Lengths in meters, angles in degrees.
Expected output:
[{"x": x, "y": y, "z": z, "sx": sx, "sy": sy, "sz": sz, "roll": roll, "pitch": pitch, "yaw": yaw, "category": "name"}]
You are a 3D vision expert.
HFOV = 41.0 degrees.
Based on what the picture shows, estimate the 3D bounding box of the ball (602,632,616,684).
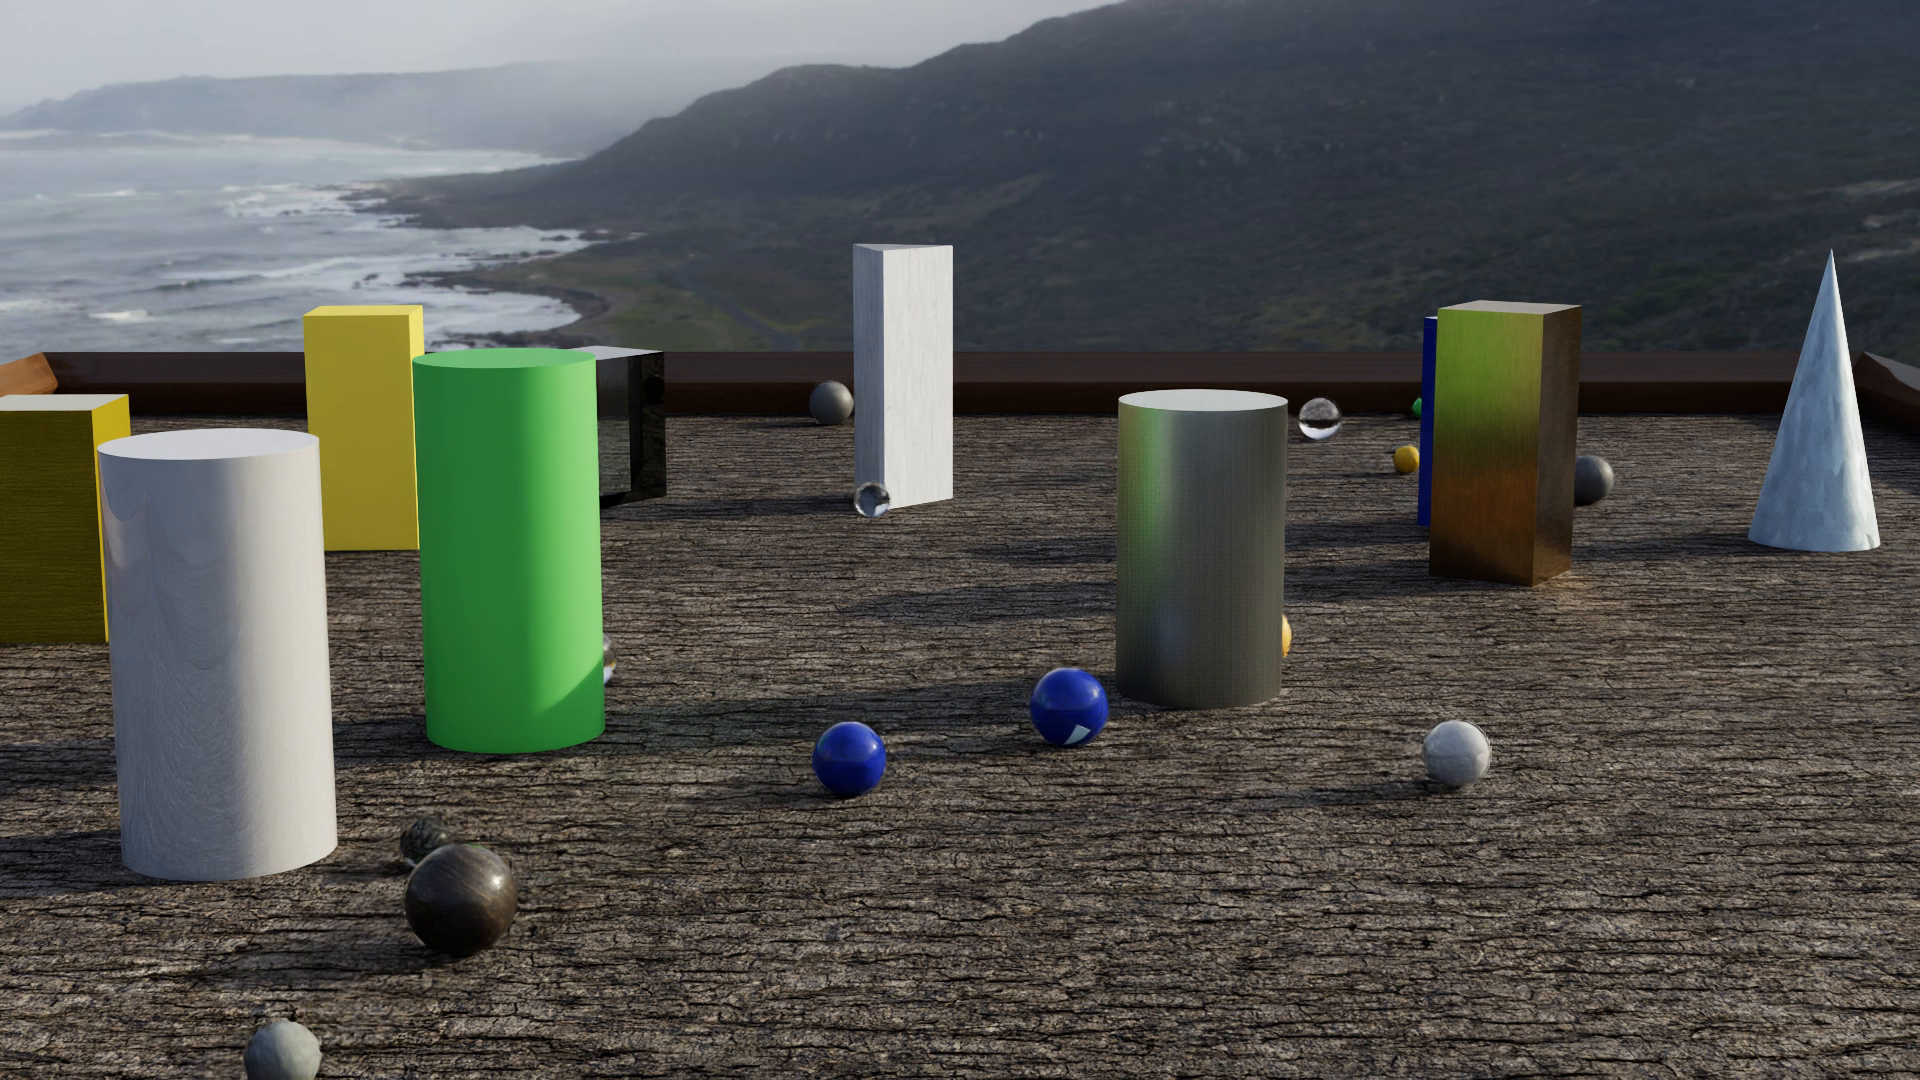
[{"x": -0.442, "y": 0.139, "z": 3.017, "sx": 0.077, "sy": 0.077, "sz": 0.077, "roll": 0, "pitch": 11, "yaw": 0, "category": "ball"}]

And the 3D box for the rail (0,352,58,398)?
[{"x": -1.901, "y": 0.035, "z": 3.438, "sx": 0.045, "sy": 0.127, "sz": 4.035, "roll": 0, "pitch": 11, "yaw": 0, "category": "rail"}]

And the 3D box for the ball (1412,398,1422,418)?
[{"x": 0.963, "y": -0.274, "z": 5.327, "sx": 0.047, "sy": 0.047, "sz": 0.047, "roll": 0, "pitch": 11, "yaw": 0, "category": "ball"}]

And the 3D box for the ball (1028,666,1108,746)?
[{"x": 0.117, "y": 0.180, "z": 2.774, "sx": 0.085, "sy": 0.085, "sz": 0.085, "roll": 0, "pitch": 11, "yaw": 0, "category": "ball"}]

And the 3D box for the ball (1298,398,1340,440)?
[{"x": 0.705, "y": -0.238, "z": 5.035, "sx": 0.082, "sy": 0.082, "sz": 0.082, "roll": 0, "pitch": 11, "yaw": 0, "category": "ball"}]

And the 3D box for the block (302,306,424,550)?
[{"x": -0.908, "y": -0.174, "z": 3.939, "sx": 0.156, "sy": 0.357, "sz": 0.156, "roll": -1, "pitch": 11, "yaw": -4, "category": "block"}]

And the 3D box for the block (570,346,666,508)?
[{"x": -0.611, "y": -0.194, "z": 4.346, "sx": 0.156, "sy": 0.248, "sz": 0.156, "roll": 8, "pitch": 13, "yaw": 35, "category": "block"}]

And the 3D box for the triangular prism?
[{"x": -0.125, "y": -0.280, "z": 4.319, "sx": 0.147, "sy": 0.427, "sz": 0.169, "roll": 10, "pitch": 14, "yaw": 43, "category": "triangular prism"}]

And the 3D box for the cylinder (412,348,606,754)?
[{"x": -0.491, "y": 0.007, "z": 2.804, "sx": 0.195, "sy": 0.414, "sz": 0.195, "roll": 0, "pitch": 11, "yaw": 0, "category": "cylinder"}]

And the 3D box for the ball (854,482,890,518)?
[{"x": -0.144, "y": -0.066, "z": 4.176, "sx": 0.058, "sy": 0.058, "sz": 0.058, "roll": 0, "pitch": 11, "yaw": 0, "category": "ball"}]

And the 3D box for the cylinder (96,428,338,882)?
[{"x": -0.685, "y": 0.101, "z": 2.378, "sx": 0.195, "sy": 0.385, "sz": 0.195, "roll": 0, "pitch": 11, "yaw": 0, "category": "cylinder"}]

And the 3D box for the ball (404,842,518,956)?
[{"x": -0.413, "y": 0.297, "z": 2.124, "sx": 0.093, "sy": 0.093, "sz": 0.093, "roll": 0, "pitch": 11, "yaw": 0, "category": "ball"}]

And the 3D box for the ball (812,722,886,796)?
[{"x": -0.111, "y": 0.220, "z": 2.587, "sx": 0.075, "sy": 0.075, "sz": 0.075, "roll": 0, "pitch": 11, "yaw": 0, "category": "ball"}]

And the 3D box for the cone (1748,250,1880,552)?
[{"x": 1.324, "y": -0.222, "z": 3.938, "sx": 0.195, "sy": 0.451, "sz": 0.195, "roll": 0, "pitch": 11, "yaw": 0, "category": "cone"}]

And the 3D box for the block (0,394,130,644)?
[{"x": -1.170, "y": -0.030, "z": 3.321, "sx": 0.156, "sy": 0.299, "sz": 0.156, "roll": 0, "pitch": 11, "yaw": -1, "category": "block"}]

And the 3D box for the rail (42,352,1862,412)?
[{"x": -0.011, "y": -0.331, "z": 5.409, "sx": 3.849, "sy": 0.127, "sz": 0.045, "roll": 0, "pitch": 11, "yaw": 0, "category": "rail"}]

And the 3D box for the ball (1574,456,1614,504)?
[{"x": 1.056, "y": -0.102, "z": 4.308, "sx": 0.081, "sy": 0.081, "sz": 0.081, "roll": 0, "pitch": 11, "yaw": 0, "category": "ball"}]

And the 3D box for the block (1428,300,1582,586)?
[{"x": 0.785, "y": -0.143, "z": 3.692, "sx": 0.156, "sy": 0.385, "sz": 0.156, "roll": 7, "pitch": 12, "yaw": 32, "category": "block"}]

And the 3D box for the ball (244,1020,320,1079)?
[{"x": -0.484, "y": 0.371, "z": 1.835, "sx": 0.053, "sy": 0.053, "sz": 0.053, "roll": 0, "pitch": 11, "yaw": 0, "category": "ball"}]

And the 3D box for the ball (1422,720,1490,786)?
[{"x": 0.505, "y": 0.218, "z": 2.618, "sx": 0.068, "sy": 0.068, "sz": 0.068, "roll": 0, "pitch": 11, "yaw": 0, "category": "ball"}]

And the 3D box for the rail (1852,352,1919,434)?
[{"x": 1.901, "y": 0.031, "z": 3.460, "sx": 0.045, "sy": 0.127, "sz": 4.035, "roll": 0, "pitch": 11, "yaw": 0, "category": "rail"}]

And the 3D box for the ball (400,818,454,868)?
[{"x": -0.488, "y": 0.278, "z": 2.345, "sx": 0.049, "sy": 0.049, "sz": 0.049, "roll": 0, "pitch": 11, "yaw": 0, "category": "ball"}]

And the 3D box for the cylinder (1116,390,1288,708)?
[{"x": 0.281, "y": 0.006, "z": 3.003, "sx": 0.195, "sy": 0.343, "sz": 0.195, "roll": 0, "pitch": 11, "yaw": 0, "category": "cylinder"}]

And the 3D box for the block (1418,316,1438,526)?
[{"x": 0.842, "y": -0.185, "z": 4.066, "sx": 0.156, "sy": 0.332, "sz": 0.156, "roll": -8, "pitch": 13, "yaw": -35, "category": "block"}]

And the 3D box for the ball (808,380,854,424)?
[{"x": -0.264, "y": -0.281, "z": 5.244, "sx": 0.091, "sy": 0.091, "sz": 0.091, "roll": 0, "pitch": 11, "yaw": 0, "category": "ball"}]

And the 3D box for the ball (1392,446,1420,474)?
[{"x": 0.805, "y": -0.145, "z": 4.619, "sx": 0.051, "sy": 0.051, "sz": 0.051, "roll": 0, "pitch": 11, "yaw": 0, "category": "ball"}]

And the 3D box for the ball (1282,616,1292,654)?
[{"x": 0.374, "y": 0.117, "z": 3.161, "sx": 0.068, "sy": 0.068, "sz": 0.068, "roll": 0, "pitch": 11, "yaw": 0, "category": "ball"}]
